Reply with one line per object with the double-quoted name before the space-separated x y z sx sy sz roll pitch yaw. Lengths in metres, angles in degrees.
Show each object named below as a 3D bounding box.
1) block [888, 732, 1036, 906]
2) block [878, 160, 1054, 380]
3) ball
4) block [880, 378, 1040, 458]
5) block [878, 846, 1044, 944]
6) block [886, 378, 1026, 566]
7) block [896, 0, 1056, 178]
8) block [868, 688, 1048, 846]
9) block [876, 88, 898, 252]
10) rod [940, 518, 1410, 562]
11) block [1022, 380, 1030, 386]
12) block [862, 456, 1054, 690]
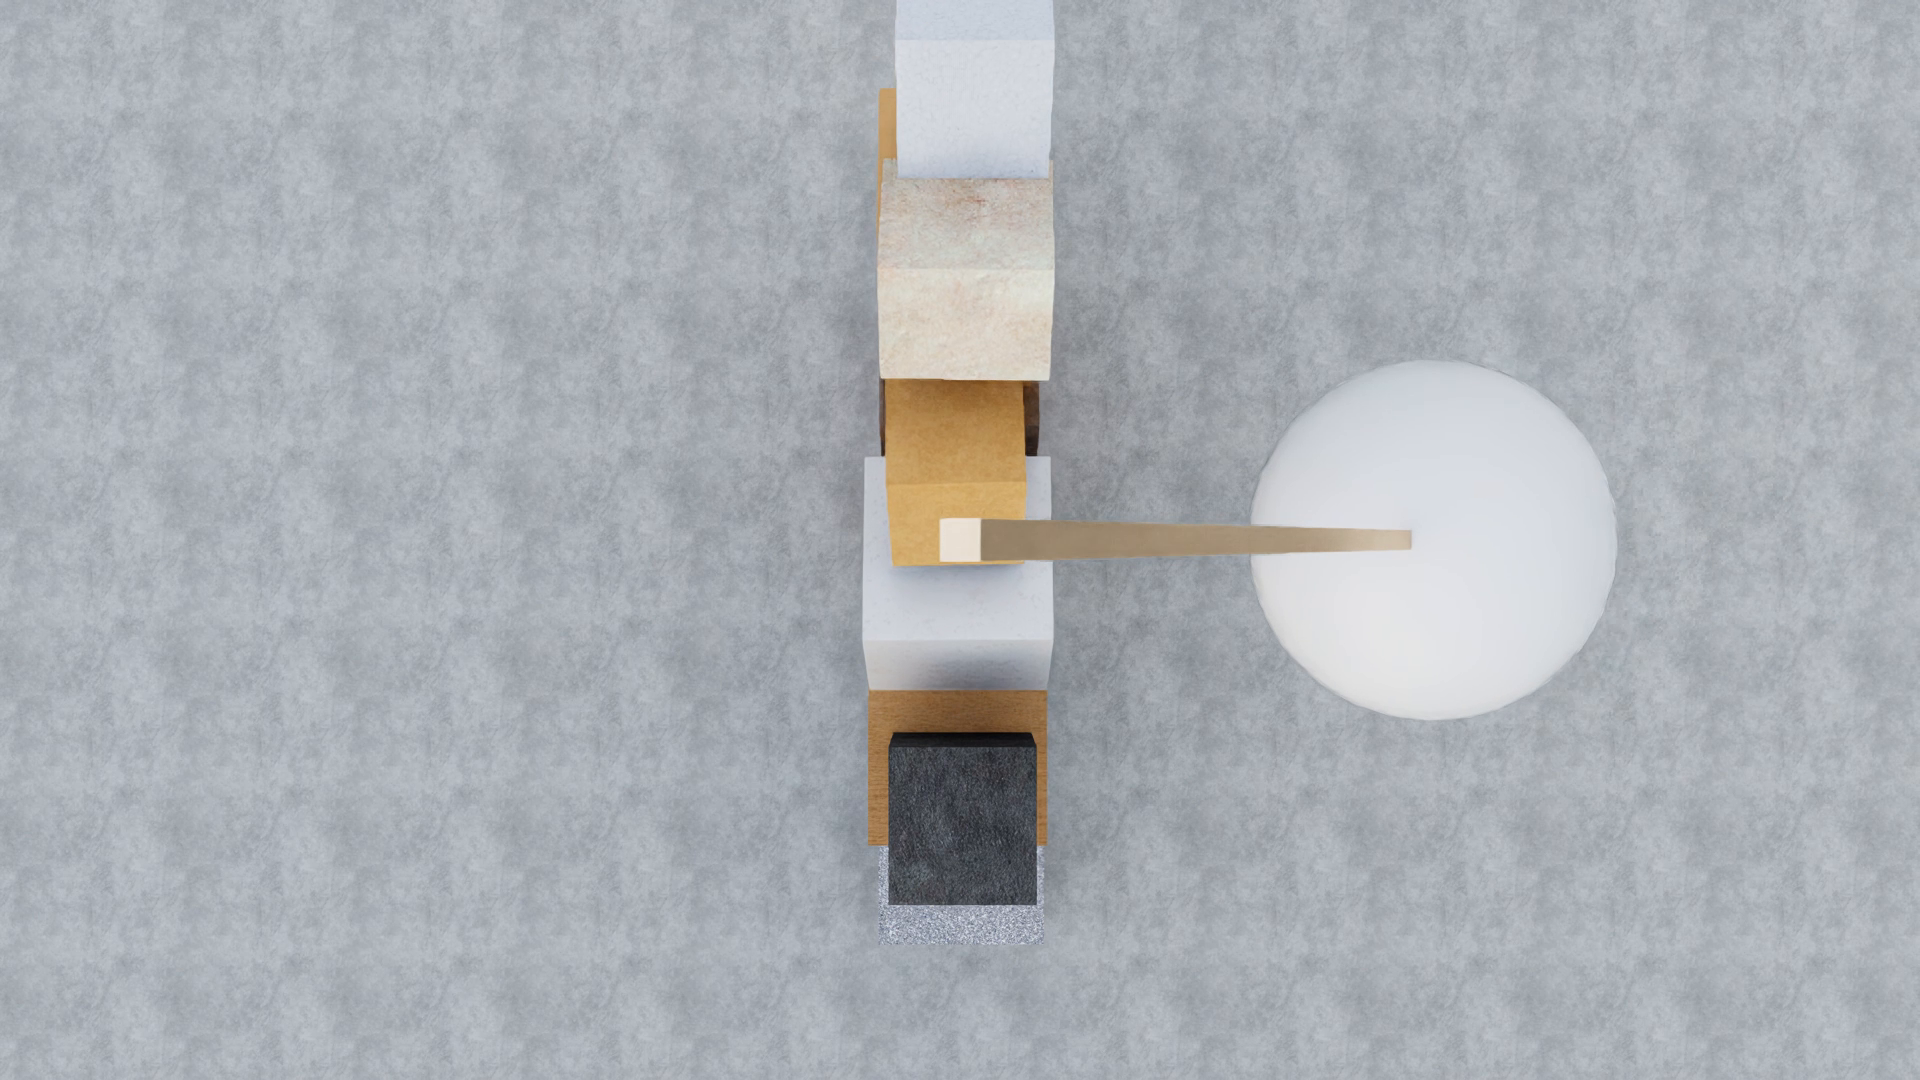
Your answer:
"block" 0.012 1.334 10.642 0.692 0.795 0.736 0 90 0
"block" 0.027 -1.170 9.522 0.732 0.629 0.714 1 48 0
"ball" 2.074 0.000 9.714 1.600 1.600 1.600 0 90 0
"block" -0.002 -0.810 10.899 0.759 0.829 0.864 0 70 0
"block" 0.008 1.770 12.607 0.919 0.785 0.954 0 90 0
"block" -0.017 -0.341 10.067 0.614 0.728 0.634 -1 60 0
"block" 0.058 -2.007 9.383 0.648 0.699 0.597 0 47 -1
"block" -0.012 1.098 11.511 0.899 0.943 0.871 0 90 0
"block" 0.008 -1.695 11.011 0.813 0.738 0.852 0 71 0
"rod" 0.899 0.000 6.524 0.080 5.200 0.080 0 90 20
"block" -0.005 -1.131 10.267 0.677 0.578 0.649 0 70 0
"block" -0.010 0.178 10.767 0.888 0.843 0.917 0 70 0
